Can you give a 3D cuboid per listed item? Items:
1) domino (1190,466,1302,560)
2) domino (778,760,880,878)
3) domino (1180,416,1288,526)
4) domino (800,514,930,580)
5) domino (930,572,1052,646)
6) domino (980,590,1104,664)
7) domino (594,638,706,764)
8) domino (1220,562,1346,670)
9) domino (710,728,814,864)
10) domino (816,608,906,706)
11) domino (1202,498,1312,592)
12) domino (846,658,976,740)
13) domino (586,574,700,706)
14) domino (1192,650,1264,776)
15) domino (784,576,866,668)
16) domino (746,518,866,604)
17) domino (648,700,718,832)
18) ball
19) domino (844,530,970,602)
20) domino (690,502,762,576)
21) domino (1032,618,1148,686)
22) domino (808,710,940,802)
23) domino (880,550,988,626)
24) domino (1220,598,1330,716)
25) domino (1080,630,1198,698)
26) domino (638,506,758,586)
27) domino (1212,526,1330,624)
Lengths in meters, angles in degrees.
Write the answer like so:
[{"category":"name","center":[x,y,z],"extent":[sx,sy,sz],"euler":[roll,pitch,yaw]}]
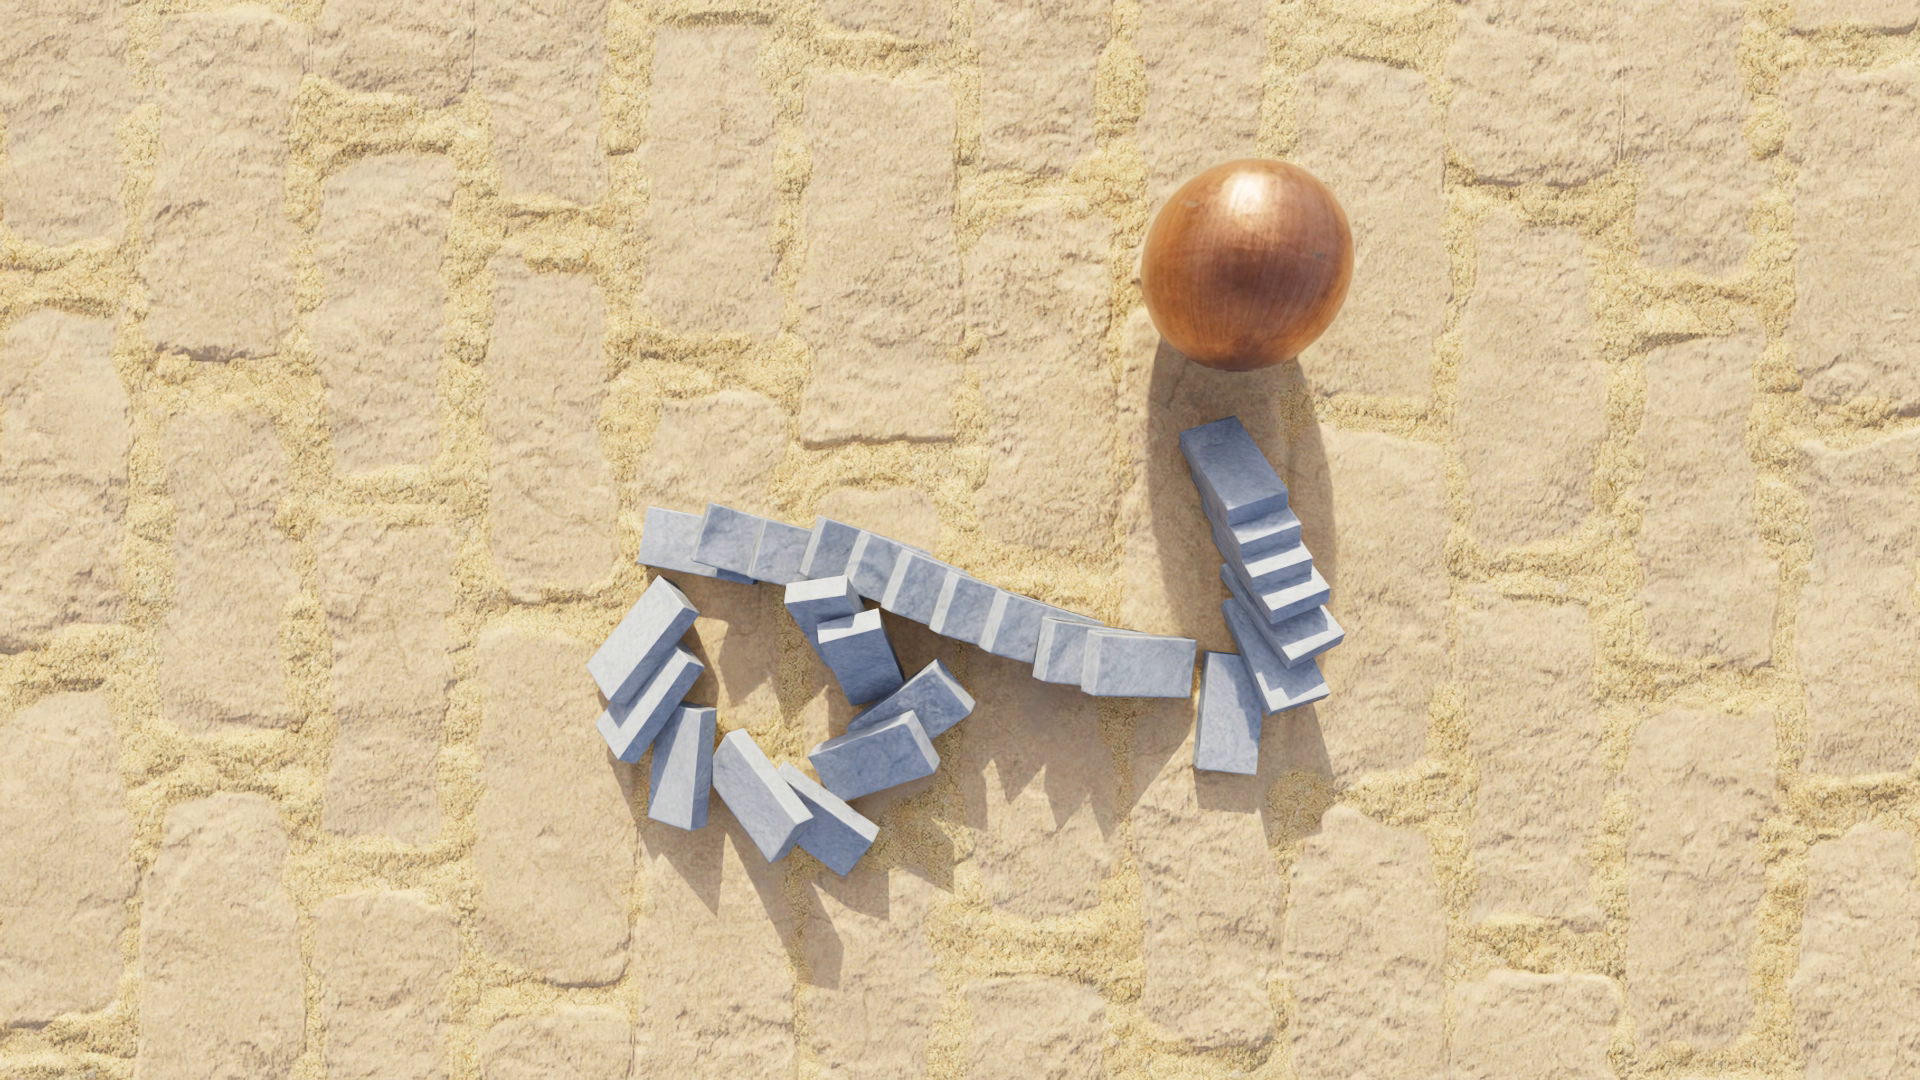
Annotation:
[{"category":"domino","center":[0.117,-0.017,0.379],"extent":[0.025,0.009,0.050],"euler":[-18,47,1]},{"category":"domino","center":[-0.062,0.119,0.391],"extent":[0.050,0.009,0.025],"euler":[36,114,0]},{"category":"domino","center":[0.112,-0.030,0.379],"extent":[0.025,0.009,0.050],"euler":[-17,46,0]},{"category":"domino","center":[-0.039,0.009,0.384],"extent":[0.050,0.009,0.025],"euler":[19,90,-29]},{"category":"domino","center":[0.014,0.032,0.384],"extent":[0.050,0.009,0.025],"euler":[19,89,-29]},{"category":"domino","center":[0.035,0.040,0.384],"extent":[0.050,0.010,0.025],"euler":[18,90,-28]},{"category":"domino","center":[-0.132,0.066,0.388],"extent":[0.025,0.010,0.050],"euler":[36,90,39]},{"category":"domino","center":[0.133,0.026,0.381],"extent":[0.025,0.009,0.050],"euler":[-25,57,-5]},{"category":"domino","center":[-0.085,0.106,0.381],"extent":[0.050,0.009,0.025],"euler":[44,115,23]},{"category":"domino","center":[-0.040,0.049,0.378],"extent":[0.025,0.050,0.009],"euler":[-14,50,0]},{"category":"domino","center":[0.122,-0.003,0.379],"extent":[0.025,0.010,0.050],"euler":[-18,47,1]},{"category":"domino","center":[-0.021,0.074,0.386],"extent":[0.050,0.010,0.025],"euler":[-37,96,19]},{"category":"domino","center":[-0.135,0.042,0.389],"extent":[0.050,0.009,0.025],"euler":[-51,53,0]},{"category":"domino","center":[0.116,0.074,0.395],"extent":[0.025,0.010,0.050],"euler":[6,90,0]},{"category":"domino","center":[-0.051,0.034,0.376],"extent":[0.025,0.050,0.009],"euler":[-8,51,10]},{"category":"domino","center":[-0.061,0.009,0.385],"extent":[0.050,0.009,0.025],"euler":[15,90,-24]},{"category":"domino","center":[-0.118,0.095,0.390],"extent":[0.025,0.009,0.050],"euler":[5,90,29]},{"category":"ball","center":[0.112,-0.107,0.360],"extent":[0.080,0.080,0.080],"euler":[0,90,0]},{"category":"domino","center":[-0.023,0.016,0.383],"extent":[0.050,0.010,0.025],"euler":[23,87,-30]},{"category":"domino","center":[-0.084,0.003,0.385],"extent":[0.050,0.009,0.025],"euler":[17,89,-24]},{"category":"domino","center":[0.056,0.048,0.384],"extent":[0.050,0.010,0.025],"euler":[10,90,-27]},{"category":"domino","center":[-0.036,0.091,0.384],"extent":[0.050,0.010,0.025],"euler":[-23,102,22]},{"category":"domino","center":[-0.006,0.025,0.383],"extent":[0.050,0.009,0.025],"euler":[22,88,-30]},{"category":"domino","center":[0.132,0.046,0.385],"extent":[0.025,0.009,0.050],"euler":[-17,65,0]},{"category":"domino","center":[0.076,0.052,0.384],"extent":[0.050,0.009,0.025],"euler":[6,92,-27]},{"category":"domino","center":[-0.111,0.002,0.395],"extent":[0.050,0.010,0.025],"euler":[11,90,0]},{"category":"domino","center":[0.128,0.010,0.379],"extent":[0.025,0.009,0.050],"euler":[-21,47,-2]}]
